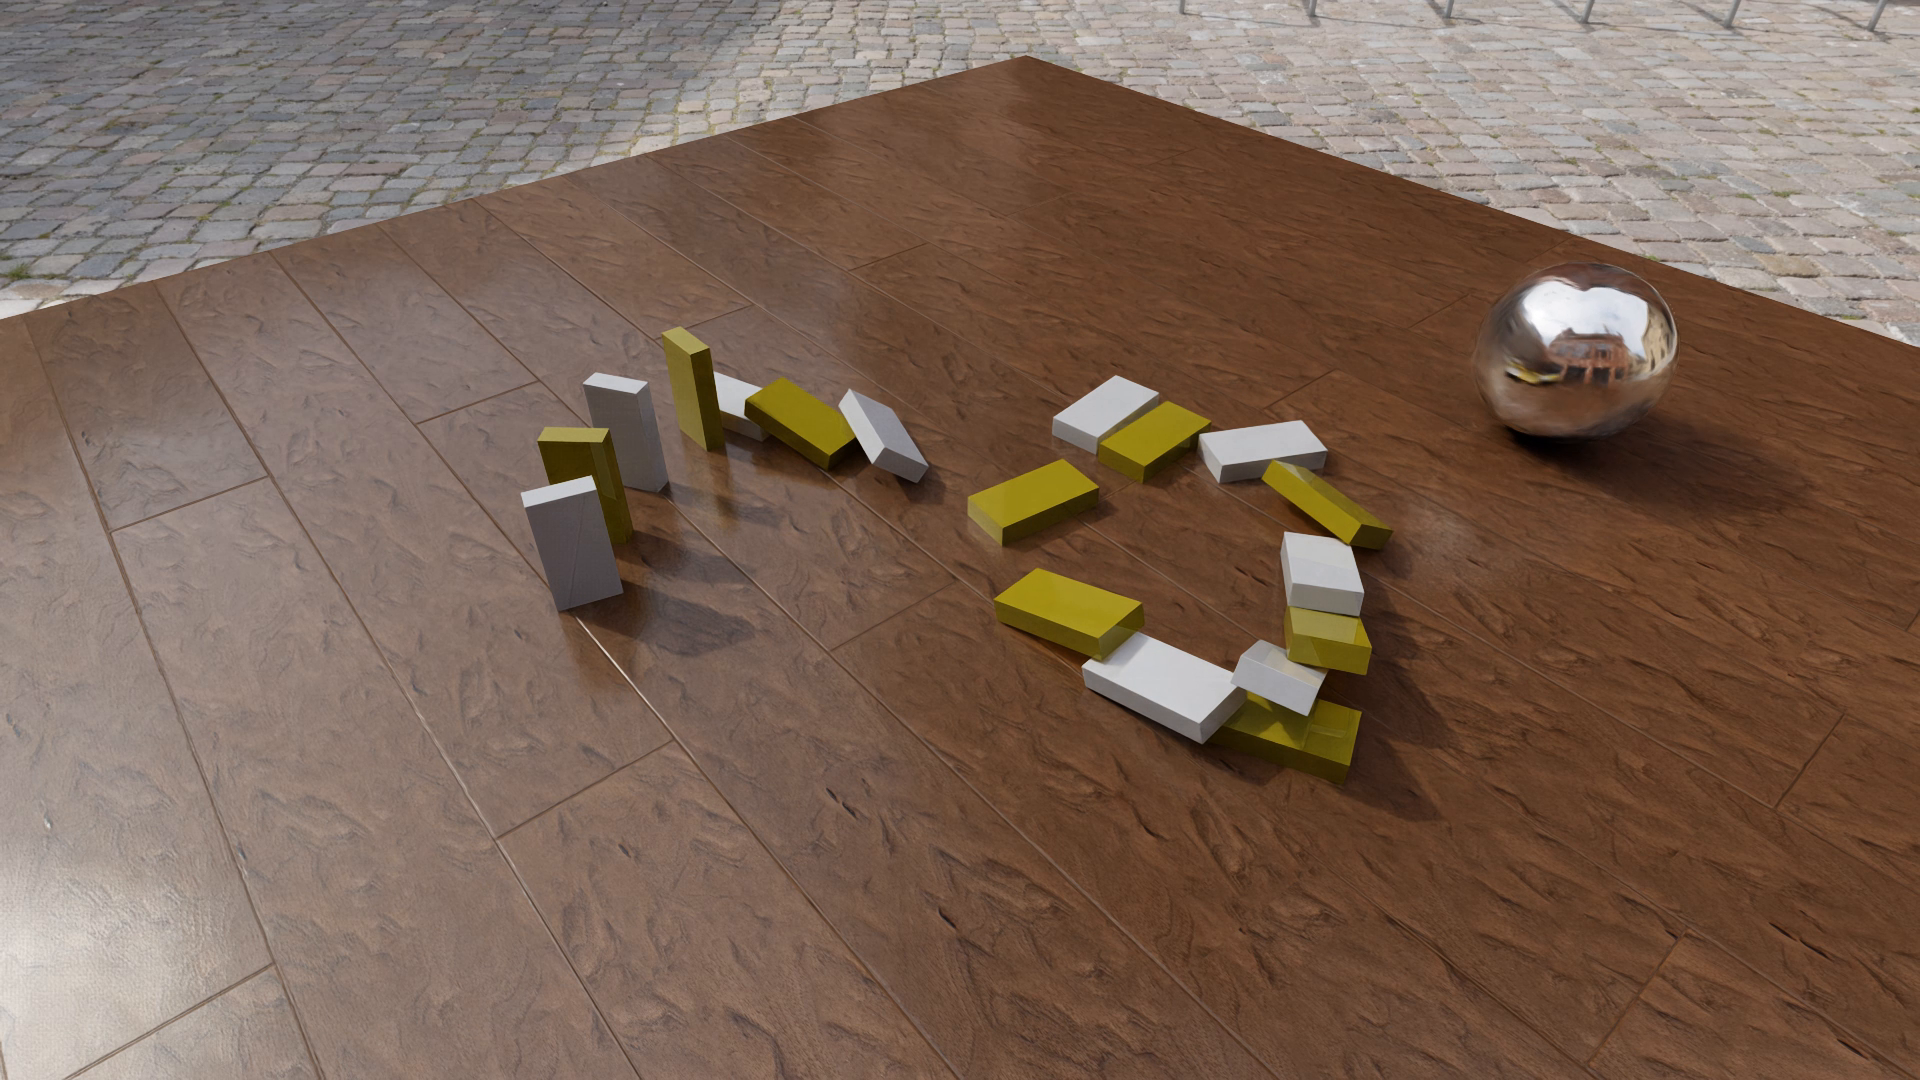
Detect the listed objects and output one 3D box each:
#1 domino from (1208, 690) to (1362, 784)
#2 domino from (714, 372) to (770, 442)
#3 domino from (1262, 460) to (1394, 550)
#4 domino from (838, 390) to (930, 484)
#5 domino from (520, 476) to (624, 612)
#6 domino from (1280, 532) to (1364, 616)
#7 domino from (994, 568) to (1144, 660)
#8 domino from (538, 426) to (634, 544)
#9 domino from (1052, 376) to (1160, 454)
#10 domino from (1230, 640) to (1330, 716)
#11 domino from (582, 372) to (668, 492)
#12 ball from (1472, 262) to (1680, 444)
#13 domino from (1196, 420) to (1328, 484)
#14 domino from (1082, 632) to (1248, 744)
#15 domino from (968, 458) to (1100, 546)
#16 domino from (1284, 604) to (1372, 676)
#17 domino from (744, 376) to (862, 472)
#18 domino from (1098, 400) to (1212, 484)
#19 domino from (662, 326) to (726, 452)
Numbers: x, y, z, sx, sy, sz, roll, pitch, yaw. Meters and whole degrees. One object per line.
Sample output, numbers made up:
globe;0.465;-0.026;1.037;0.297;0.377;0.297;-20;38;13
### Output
domino;0.106;0.062;0.368;0.050;0.010;0.025;16;42;19
domino;-0.106;-0.064;0.521;0.050;0.009;0.025;21;44;24
domino;0.151;-0.015;0.453;0.025;0.009;0.050;7;29;-40
domino;-0.034;-0.047;0.490;0.025;0.009;0.050;22;24;-38
domino;-0.144;0.002;0.409;0.025;0.050;0.010;-17;42;-19
domino;0.137;0.012;0.418;0.025;0.010;0.050;8;24;10
domino;0.039;0.026;0.402;0.050;0.009;0.025;18;41;43
domino;-0.148;-0.021;0.437;0.025;0.050;0.010;1;39;2
domino;0.069;-0.059;0.516;0.025;0.010;0.050;29;47;31
domino;0.106;0.044;0.362;0.025;0.009;0.050;23;9;20
domino;-0.141;-0.045;0.466;0.025;0.050;0.009;12;41;14
ball;0.272;-0.083;0.489;0.080;0.080;0.080;0;39;0
domino;0.135;-0.040;0.492;0.050;0.010;0.025;-9;40;-10
domino;0.069;0.049;0.374;0.025;0.010;0.050;-36;38;-29
domino;0.031;-0.016;0.464;0.050;0.009;0.025;-23;45;-25
domino;0.128;0.033;0.385;0.025;0.009;0.050;11;13;13
domino;-0.071;-0.053;0.500;0.050;0.010;0.025;33;48;17
domino;0.089;-0.045;0.498;0.025;0.010;0.050;32;49;33
domino;-0.120;-0.068;0.494;0.010;0.050;0.025;-29;47;-30
